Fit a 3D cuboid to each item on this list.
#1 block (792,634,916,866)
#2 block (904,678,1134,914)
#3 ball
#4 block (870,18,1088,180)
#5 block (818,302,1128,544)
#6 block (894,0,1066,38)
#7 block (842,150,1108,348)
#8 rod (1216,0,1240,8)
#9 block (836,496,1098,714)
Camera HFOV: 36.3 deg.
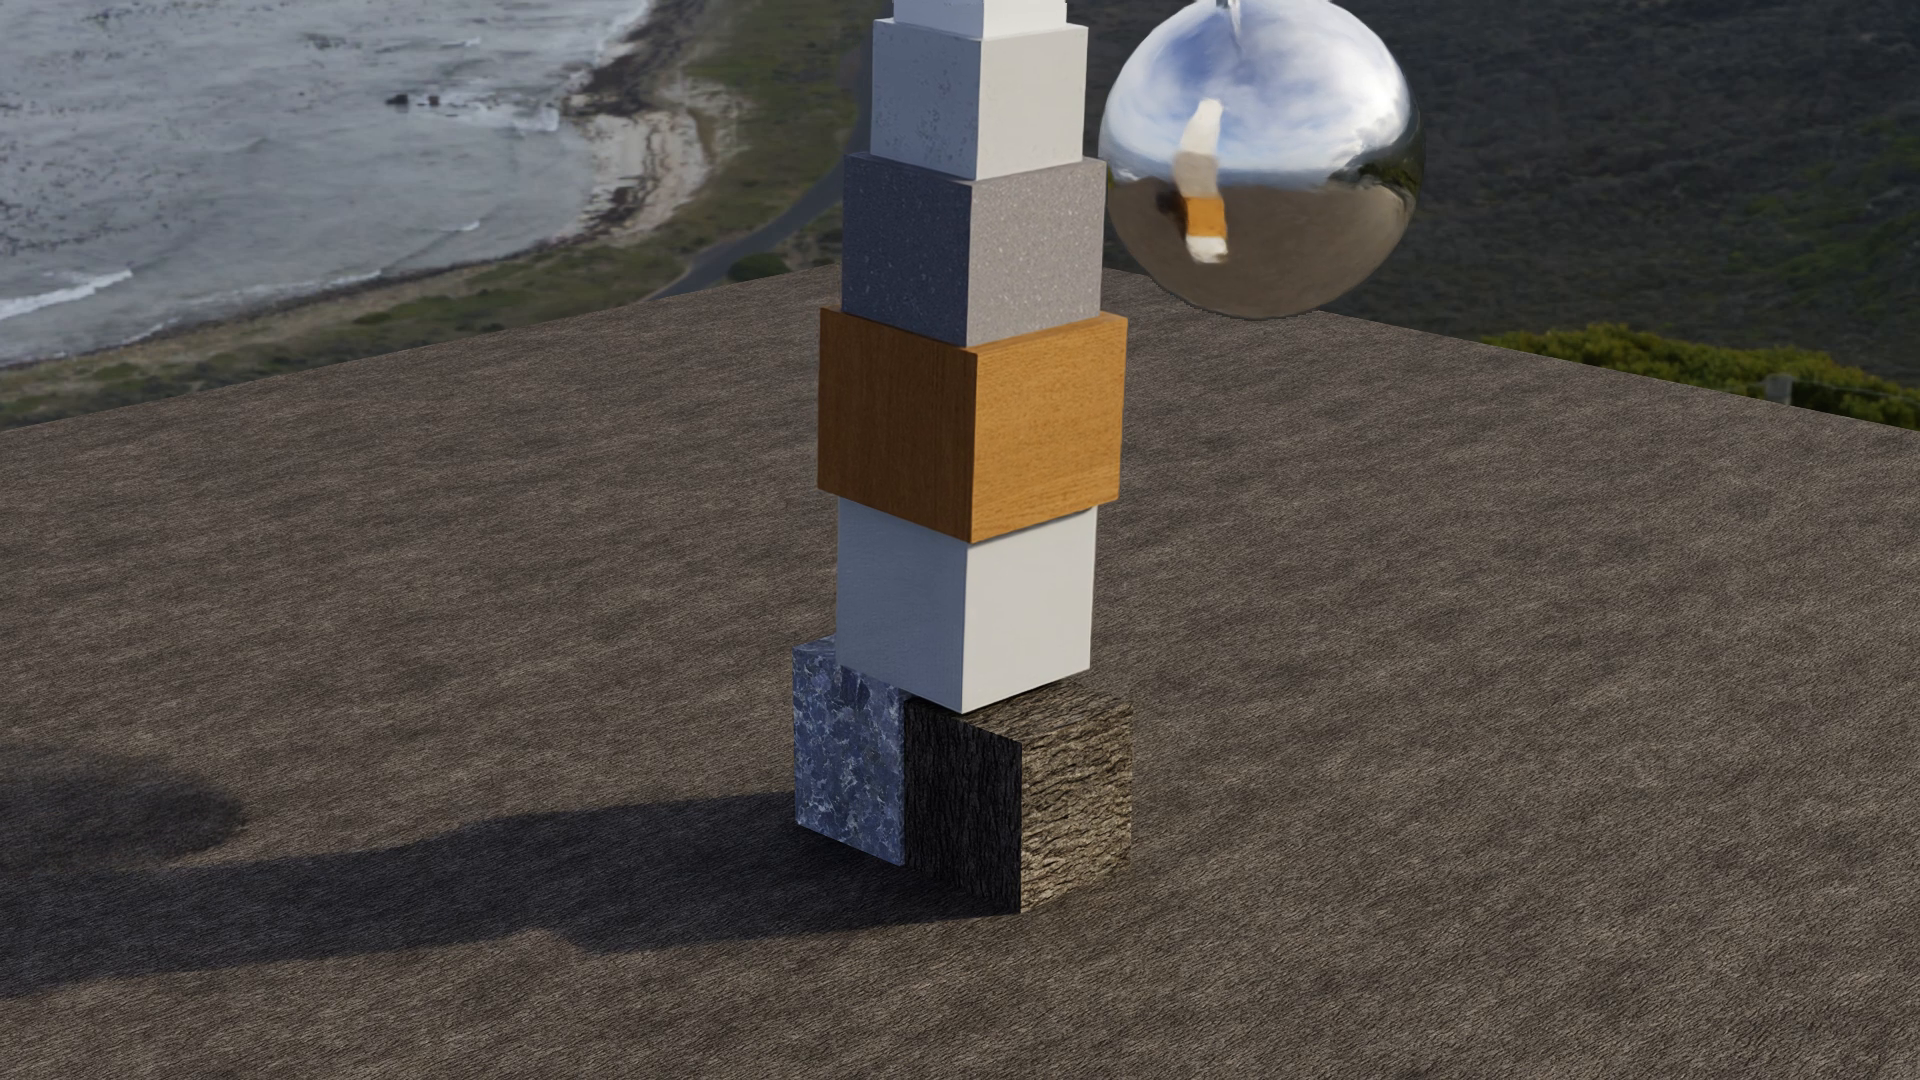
[{"bbox_3d":[-0.259,0.924,13.918,0.776,0.892,0.719,-17,24,-42],"label":"block"},{"bbox_3d":[0.266,1.119,13.432,0.730,0.812,0.743,-17,24,-42],"label":"block"},{"bbox_3d":[1.467,-1.881,14.288,1.600,1.600,1.600,0,17,0],"label":"ball"},{"bbox_3d":[0.080,-1.935,12.640,0.651,0.583,0.648,-17,27,-42],"label":"block"},{"bbox_3d":[0.048,-0.609,13.117,0.945,0.845,0.981,-17,27,-42],"label":"block"},{"bbox_3d":[0.092,-2.468,12.448,0.502,0.550,0.539,-17,27,-42],"label":"block"},{"bbox_3d":[0.058,-1.331,12.849,0.836,0.696,0.781,-17,27,-42],"label":"block"},{"bbox_3d":[0.636,-4.676,12.538,0.080,5.200,0.080,17,44,42],"label":"rod"},{"bbox_3d":[0.025,0.183,13.397,0.832,0.836,0.824,-17,27,-42],"label":"block"}]
